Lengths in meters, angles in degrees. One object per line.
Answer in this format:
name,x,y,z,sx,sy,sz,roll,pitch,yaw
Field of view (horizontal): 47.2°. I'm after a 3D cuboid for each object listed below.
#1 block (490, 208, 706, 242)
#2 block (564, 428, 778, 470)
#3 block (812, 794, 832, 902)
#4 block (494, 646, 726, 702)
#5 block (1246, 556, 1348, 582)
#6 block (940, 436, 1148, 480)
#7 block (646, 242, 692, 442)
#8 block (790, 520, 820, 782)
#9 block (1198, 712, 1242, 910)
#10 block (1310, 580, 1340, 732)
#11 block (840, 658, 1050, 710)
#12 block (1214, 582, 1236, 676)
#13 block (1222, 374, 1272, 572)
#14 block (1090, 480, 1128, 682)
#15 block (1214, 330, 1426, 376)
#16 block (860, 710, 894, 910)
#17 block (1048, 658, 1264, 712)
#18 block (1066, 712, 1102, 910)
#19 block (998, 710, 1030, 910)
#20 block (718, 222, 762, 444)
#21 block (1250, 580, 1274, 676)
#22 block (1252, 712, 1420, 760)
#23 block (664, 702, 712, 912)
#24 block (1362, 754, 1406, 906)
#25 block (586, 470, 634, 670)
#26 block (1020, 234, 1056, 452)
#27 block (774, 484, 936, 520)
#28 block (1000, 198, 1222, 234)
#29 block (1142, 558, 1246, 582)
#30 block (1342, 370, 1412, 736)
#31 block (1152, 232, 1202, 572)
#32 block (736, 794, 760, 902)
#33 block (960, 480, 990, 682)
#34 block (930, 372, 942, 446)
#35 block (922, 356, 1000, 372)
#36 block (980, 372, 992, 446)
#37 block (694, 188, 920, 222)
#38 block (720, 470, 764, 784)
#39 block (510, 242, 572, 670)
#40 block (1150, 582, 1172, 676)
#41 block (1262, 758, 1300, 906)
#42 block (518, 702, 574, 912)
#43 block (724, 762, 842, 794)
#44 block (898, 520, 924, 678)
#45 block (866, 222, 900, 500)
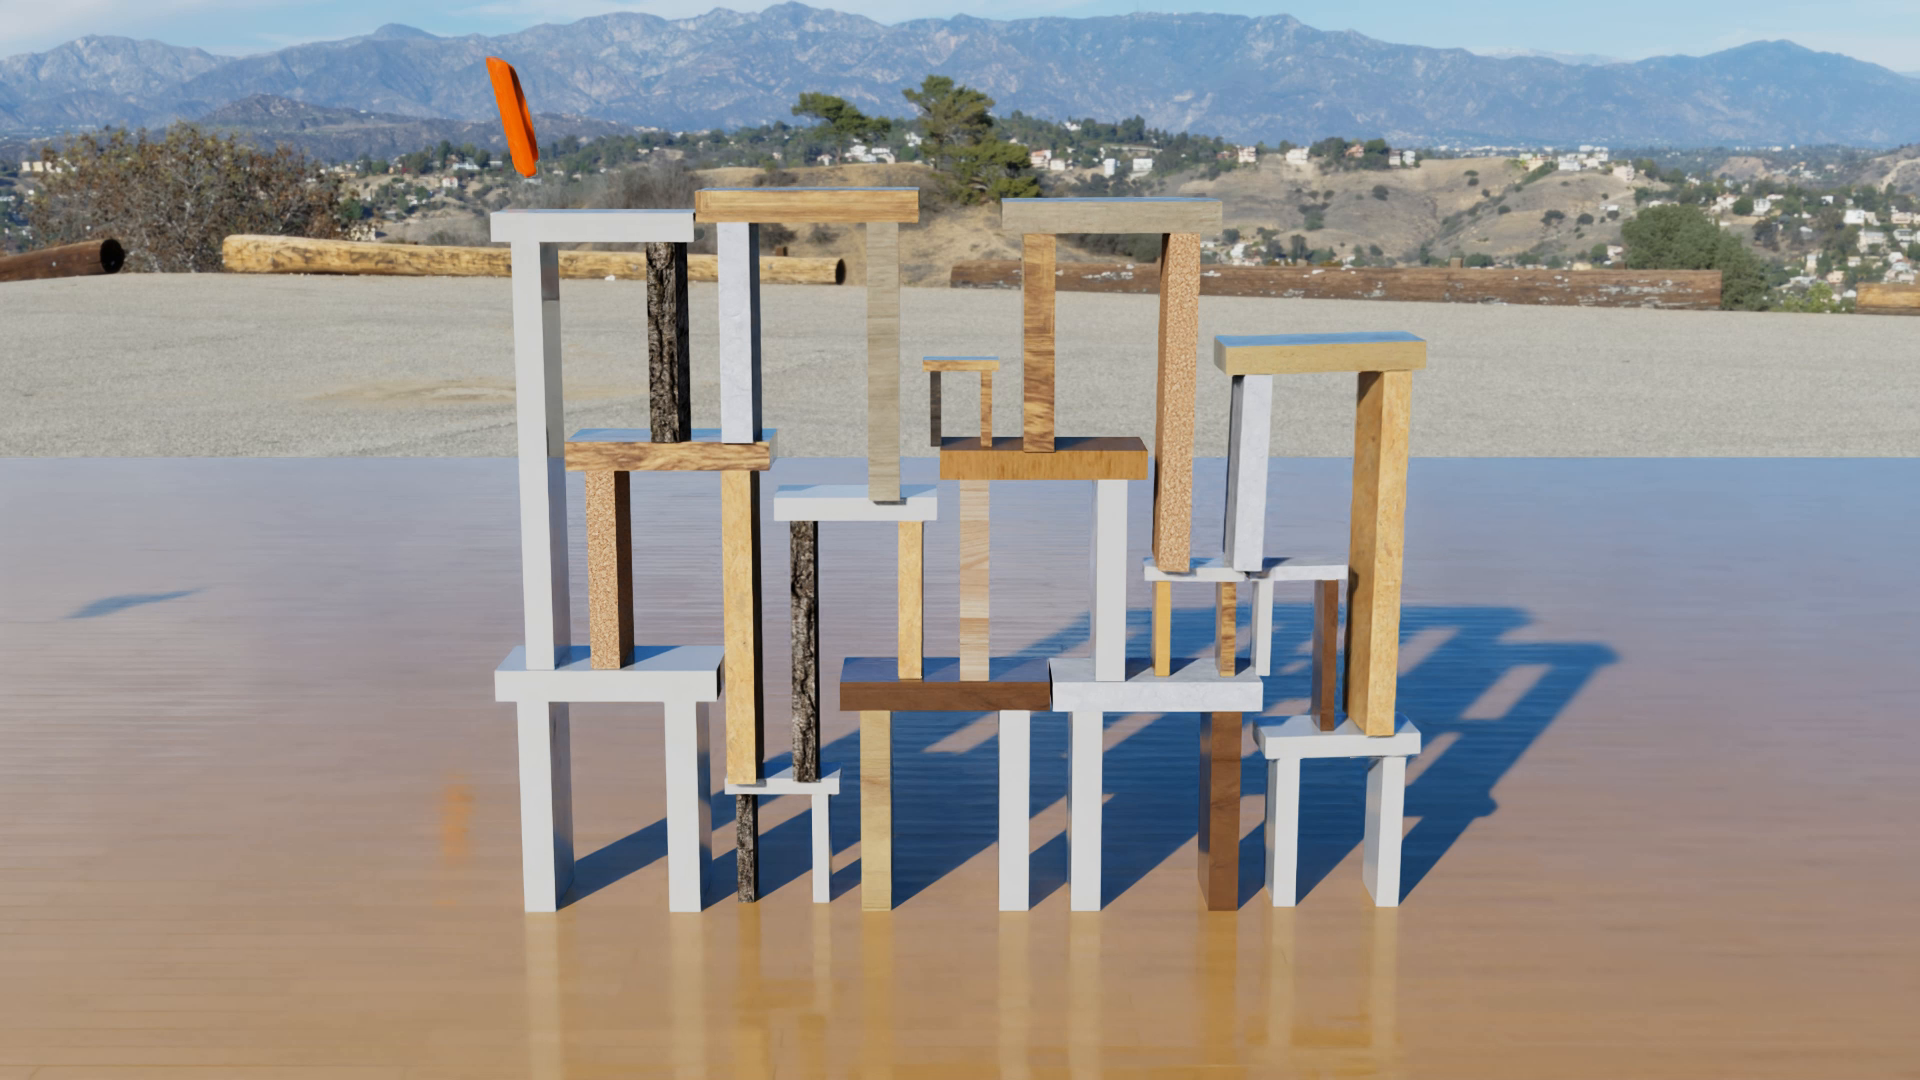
block,-0.567,-0.496,3.465,0.312,0.044,0.156,0,11,0
block,-0.460,-0.146,3.537,0.321,0.046,0.161,0,11,0
block,-0.229,0.498,3.655,0.026,0.186,0.093,0,11,0
block,-0.566,0.218,3.600,0.354,0.050,0.177,0,11,0
block,0.545,0.046,3.570,0.157,0.022,0.078,-1,11,1
block,0.132,-0.132,3.538,0.327,0.046,0.163,0,11,0
block,-0.463,-0.321,3.497,0.044,0.312,0.156,0,11,0
block,-0.253,0.169,3.593,0.037,0.430,0.129,0,11,0
block,0.429,0.425,3.639,0.048,0.336,0.168,0,11,0
block,0.596,0.180,3.594,0.022,0.251,0.078,0,11,-3
block,-0.024,0.235,3.605,0.337,0.048,0.168,0,11,0
block,0.433,0.135,3.582,0.023,0.159,0.080,0,11,0
block,0.461,-0.119,3.534,0.044,0.312,0.156,2,11,0
block,0.241,0.052,3.572,0.046,0.328,0.163,0,10,0
block,0.569,-0.299,3.500,0.312,0.044,0.156,-2,11,0
block,-0.136,0.424,3.640,0.048,0.337,0.168,0,11,0
block,0.317,0.236,3.604,0.336,0.048,0.168,0,11,0
block,0.205,0.425,3.639,0.048,0.336,0.168,0,11,0
block,0.088,0.424,3.640,0.048,0.337,0.168,0,11,0
block,-0.349,-0.336,3.496,0.048,0.342,0.171,0,11,0
block,0.492,0.136,3.588,0.022,0.157,0.078,1,11,0
block,0.617,0.321,3.620,0.253,0.036,0.126,-2,11,-3
block,-0.448,0.416,3.637,0.050,0.354,0.177,0,11,0
block,0.702,0.465,3.647,0.036,0.253,0.126,1,11,0
block,-0.568,0.034,3.571,0.046,0.321,0.161,0,11,0
block,0.123,-0.320,3.497,0.048,0.338,0.169,0,11,0
block,-0.167,-0.061,3.551,0.258,0.037,0.129,0,11,-1
block,0.234,-0.511,3.461,0.338,0.048,0.169,0,11,0
block,0.377,0.048,3.555,0.159,0.023,0.080,0,11,2
block,0.673,0.011,3.558,0.044,0.589,0.156,0,11,-5
block,0.345,-0.227,3.515,0.048,0.531,0.169,1,11,1
block,-0.353,0.498,3.655,0.026,0.186,0.093,0,11,0
block,0.023,0.051,3.572,0.046,0.327,0.163,0,11,0
block,-0.039,-0.213,3.516,0.017,0.121,0.060,0,11,0
block,0.002,-0.281,3.504,0.121,0.017,0.060,0,11,0
block,0.042,-0.213,3.516,0.017,0.121,0.060,0,11,0
block,-0.236,-0.528,3.460,0.342,0.048,0.171,0,11,0
block,-0.353,0.128,3.588,0.046,0.512,0.161,0,11,0
block,-0.671,-0.140,3.531,0.044,0.679,0.156,0,11,0
block,0.327,0.135,3.581,0.023,0.159,0.080,0,11,0
block,0.532,0.465,3.646,0.036,0.253,0.126,0,11,0
block,-0.684,0.416,3.637,0.050,0.354,0.177,0,11,0
block,-0.291,0.393,3.635,0.186,0.026,0.093,0,11,0
block,-0.079,0.084,3.579,0.037,0.258,0.129,0,11,1
block,-0.122,-0.291,3.504,0.048,0.433,0.171,0,11,-2
